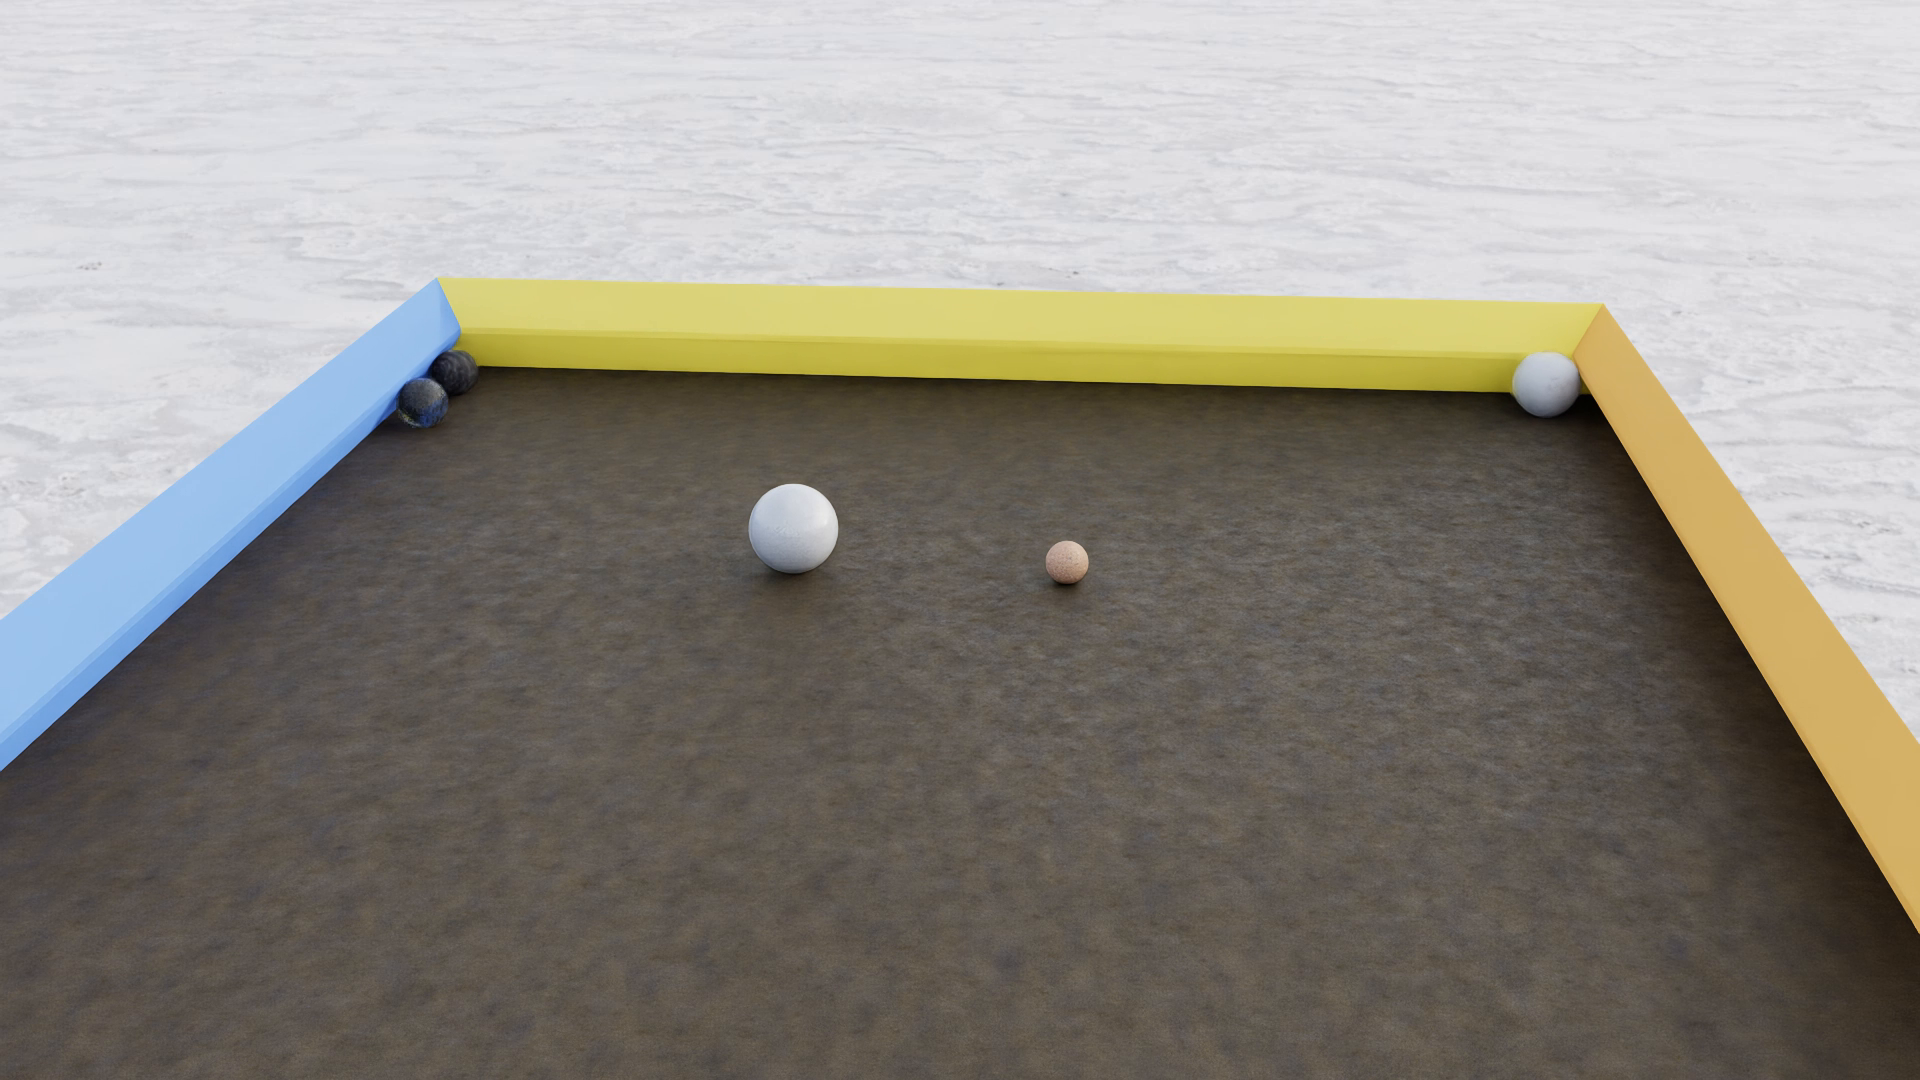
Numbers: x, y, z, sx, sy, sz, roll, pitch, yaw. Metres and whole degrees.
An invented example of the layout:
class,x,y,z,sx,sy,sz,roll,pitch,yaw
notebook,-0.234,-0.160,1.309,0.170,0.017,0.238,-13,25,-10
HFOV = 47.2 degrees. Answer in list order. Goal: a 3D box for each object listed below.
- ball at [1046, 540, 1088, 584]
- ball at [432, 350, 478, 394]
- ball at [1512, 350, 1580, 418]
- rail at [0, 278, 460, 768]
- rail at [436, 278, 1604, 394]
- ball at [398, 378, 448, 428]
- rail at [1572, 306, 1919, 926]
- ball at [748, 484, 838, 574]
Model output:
class,x,y,z,sx,sy,sz,roll,pitch,yaw
ball,0.116,0.024,2.394,0.047,0.047,0.047,0,21,0
ball,-0.700,-0.233,3.048,0.062,0.062,0.062,0,21,0
ball,0.786,-0.209,2.947,0.089,0.089,0.089,0,21,0
rail,-0.858,0.212,1.786,0.045,0.129,2.965,2,21,5
rail,0.064,-0.281,3.077,1.638,0.129,0.045,2,21,5
ball,-0.710,-0.181,2.907,0.065,0.065,0.065,0,21,0
rail,0.726,0.262,1.654,0.045,0.129,2.965,2,21,5
ball,-0.183,-0.013,2.418,0.099,0.099,0.099,0,21,0
